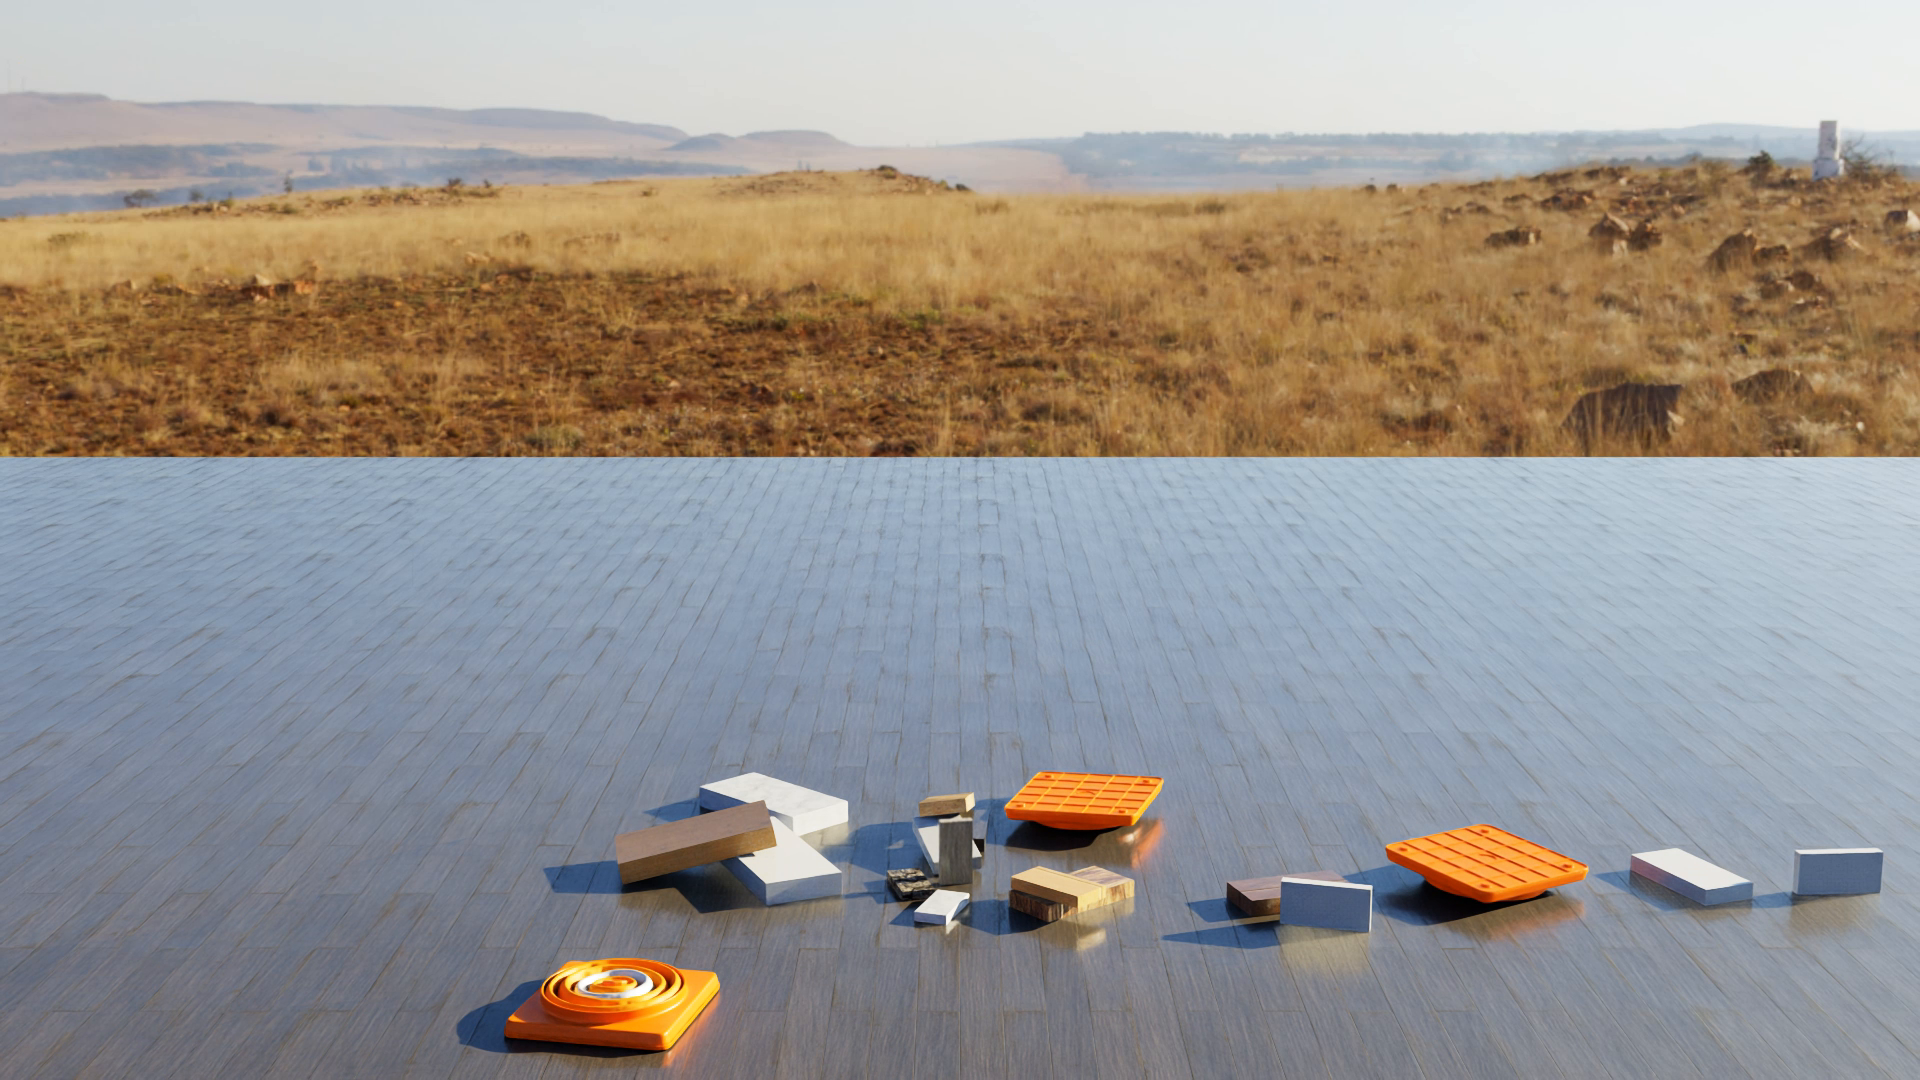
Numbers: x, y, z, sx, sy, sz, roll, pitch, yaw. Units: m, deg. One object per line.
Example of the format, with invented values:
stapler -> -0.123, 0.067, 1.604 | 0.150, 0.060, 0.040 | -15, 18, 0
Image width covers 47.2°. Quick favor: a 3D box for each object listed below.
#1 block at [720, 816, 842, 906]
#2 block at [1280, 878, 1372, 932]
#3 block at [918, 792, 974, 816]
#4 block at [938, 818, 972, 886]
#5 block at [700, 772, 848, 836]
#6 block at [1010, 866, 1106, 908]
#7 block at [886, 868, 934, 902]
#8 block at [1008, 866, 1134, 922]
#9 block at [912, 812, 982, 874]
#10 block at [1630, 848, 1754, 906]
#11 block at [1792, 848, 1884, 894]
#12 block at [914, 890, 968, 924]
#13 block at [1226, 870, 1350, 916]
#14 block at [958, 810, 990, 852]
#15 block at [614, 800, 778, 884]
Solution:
block -> -0.326, 0.549, 3.786 | 0.134, 0.038, 0.333 | -5, 12, -24
block -> 0.585, 0.583, 3.514 | 0.142, 0.071, 0.020 | 3, 11, 16
block -> -0.023, 0.478, 3.978 | 0.084, 0.024, 0.168 | -7, -4, 5
block -> -0.007, 0.526, 3.711 | 0.055, 0.111, 0.016 | -2, 11, -11
block -> -0.349, 0.491, 4.097 | 0.267, 0.038, 0.134 | 10, 15, 44
block -> 0.160, 0.566, 3.591 | 0.142, 0.020, 0.071 | 9, 14, 41
block -> -0.083, 0.578, 3.691 | 0.055, 0.016, 0.111 | -3, 11, -15
block -> 0.185, 0.583, 3.631 | 0.193, 0.027, 0.096 | -9, 14, -39
block -> -0.024, 0.529, 3.842 | 0.084, 0.024, 0.168 | -6, 21, -13
block -> 1.234, 0.568, 3.714 | 0.096, 0.027, 0.193 | -4, 11, -21
block -> 1.465, 0.553, 3.671 | 0.142, 0.071, 0.020 | -1, 11, -4
block -> -0.030, 0.598, 3.583 | 0.055, 0.016, 0.111 | 4, 11, 19
block -> 0.549, 0.583, 3.632 | 0.193, 0.027, 0.096 | -3, 11, -18
block -> 0.007, 0.523, 3.965 | 0.084, 0.024, 0.168 | 1, 11, 4
block -> -0.457, 0.519, 3.791 | 0.267, 0.038, 0.134 | -13, 15, -8
